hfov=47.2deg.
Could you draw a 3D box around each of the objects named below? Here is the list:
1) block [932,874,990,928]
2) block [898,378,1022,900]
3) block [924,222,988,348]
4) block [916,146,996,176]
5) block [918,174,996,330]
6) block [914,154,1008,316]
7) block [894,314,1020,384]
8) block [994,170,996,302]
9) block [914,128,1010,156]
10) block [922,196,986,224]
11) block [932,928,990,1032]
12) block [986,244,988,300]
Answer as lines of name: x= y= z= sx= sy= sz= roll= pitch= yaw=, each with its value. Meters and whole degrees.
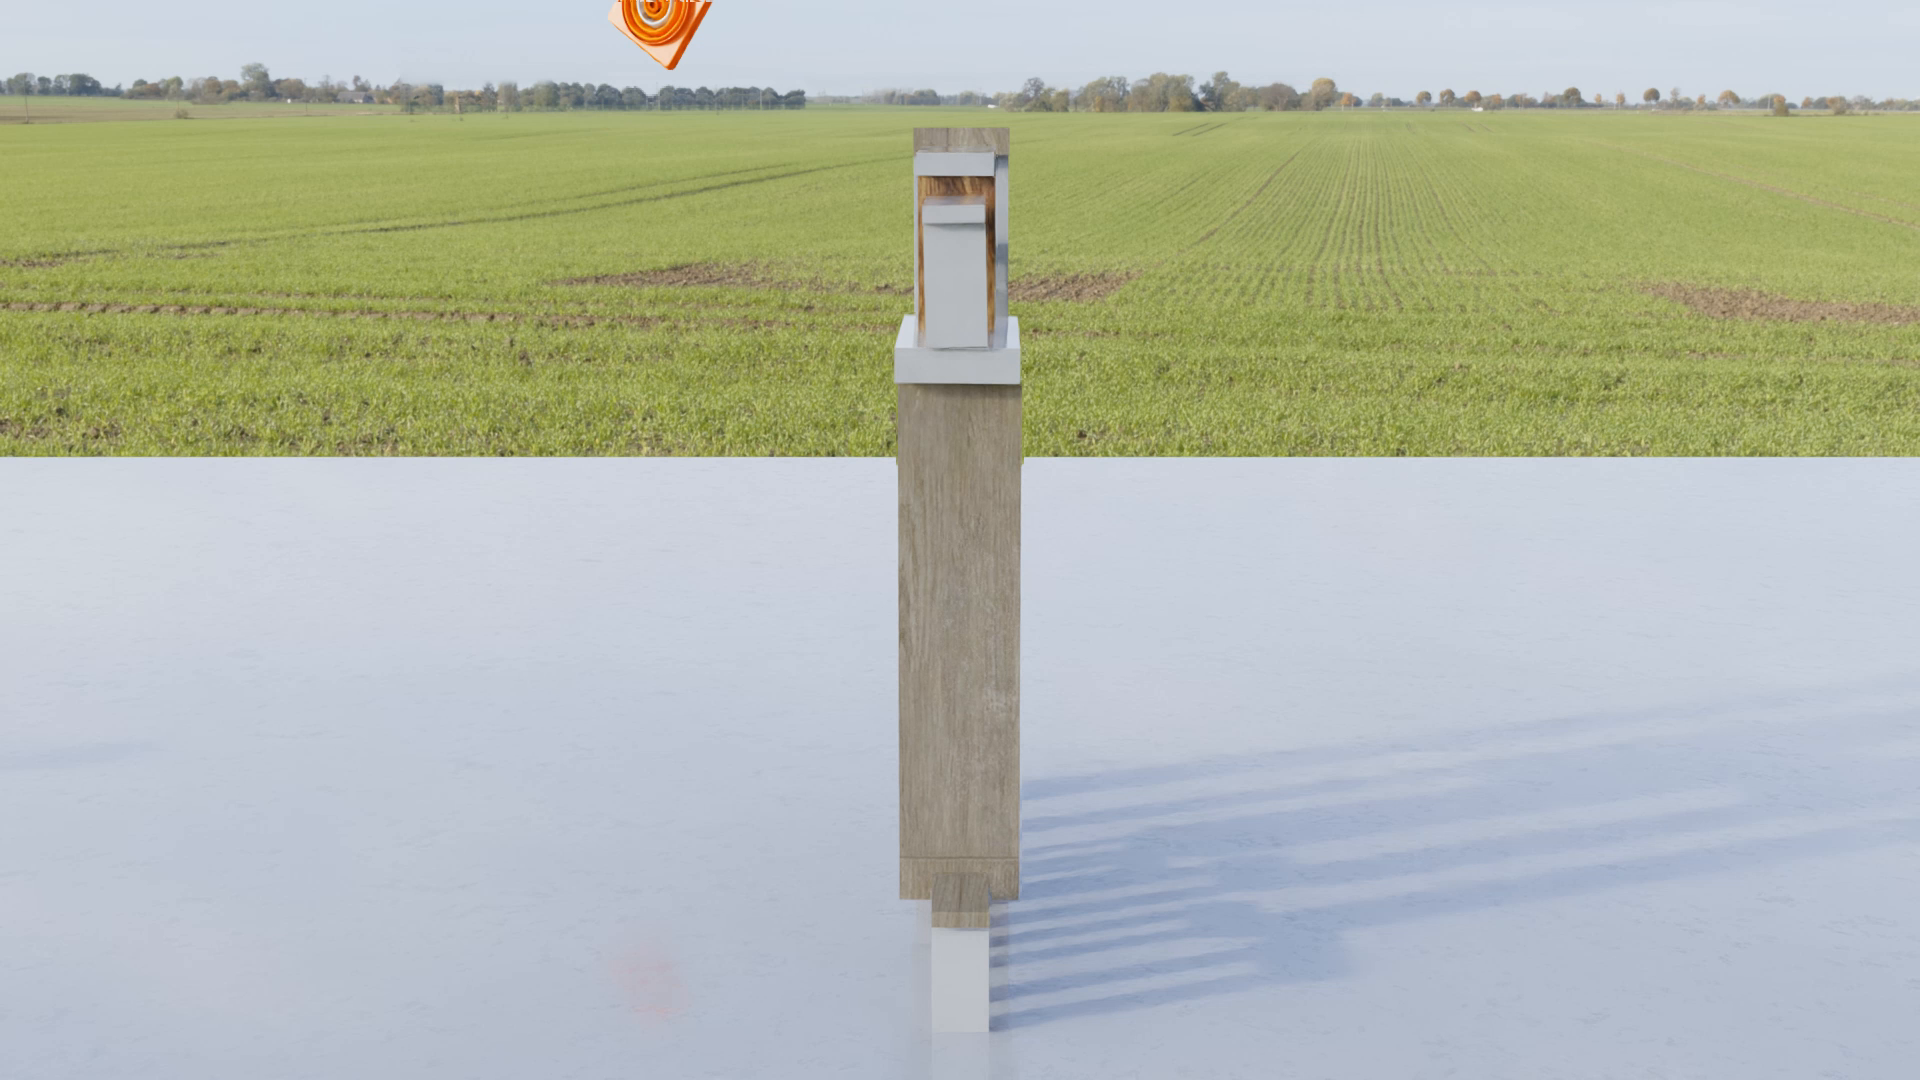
block: x=0.001 y=0.513 z=3.137 sx=0.081 sy=0.023 sz=0.161 roll=0 pitch=11 yaw=0
block: x=-0.001 y=0.148 z=3.209 sx=0.176 sy=0.768 sz=0.050 roll=0 pitch=9 yaw=1
block: x=-0.006 y=-0.356 z=3.066 sx=0.086 sy=0.173 sz=0.024 roll=-1 pitch=10 yaw=1
block: x=-0.004 y=-0.569 z=3.290 sx=0.113 sy=0.032 sz=0.225 roll=1 pitch=13 yaw=1
block: x=-0.005 y=-0.424 z=3.242 sx=0.112 sy=0.225 sz=0.032 roll=0 pitch=11 yaw=1
block: x=0.002 y=-0.482 z=3.659 sx=0.156 sy=0.312 sz=0.044 roll=0 pitch=10 yaw=0
block: x=-0.001 y=-0.285 z=3.255 sx=0.176 sy=0.050 sz=0.353 roll=0 pitch=13 yaw=1
block: x=-0.001 y=-0.459 z=3.388 sx=0.112 sy=0.225 sz=0.032 roll=1 pitch=11 yaw=1
block: x=0.000 y=-0.677 z=3.728 sx=0.156 sy=0.044 sz=0.312 roll=0 pitch=11 yaw=-1
block: x=-0.007 y=-0.467 z=3.104 sx=0.086 sy=0.024 sz=0.173 roll=0 pitch=13 yaw=1
block: x=0.001 y=0.614 z=3.101 sx=0.081 sy=0.161 sz=0.023 roll=0 pitch=11 yaw=0
block: x=-0.004 y=-0.383 z=3.178 sx=0.086 sy=0.173 sz=0.024 roll=-1 pitch=10 yaw=1
